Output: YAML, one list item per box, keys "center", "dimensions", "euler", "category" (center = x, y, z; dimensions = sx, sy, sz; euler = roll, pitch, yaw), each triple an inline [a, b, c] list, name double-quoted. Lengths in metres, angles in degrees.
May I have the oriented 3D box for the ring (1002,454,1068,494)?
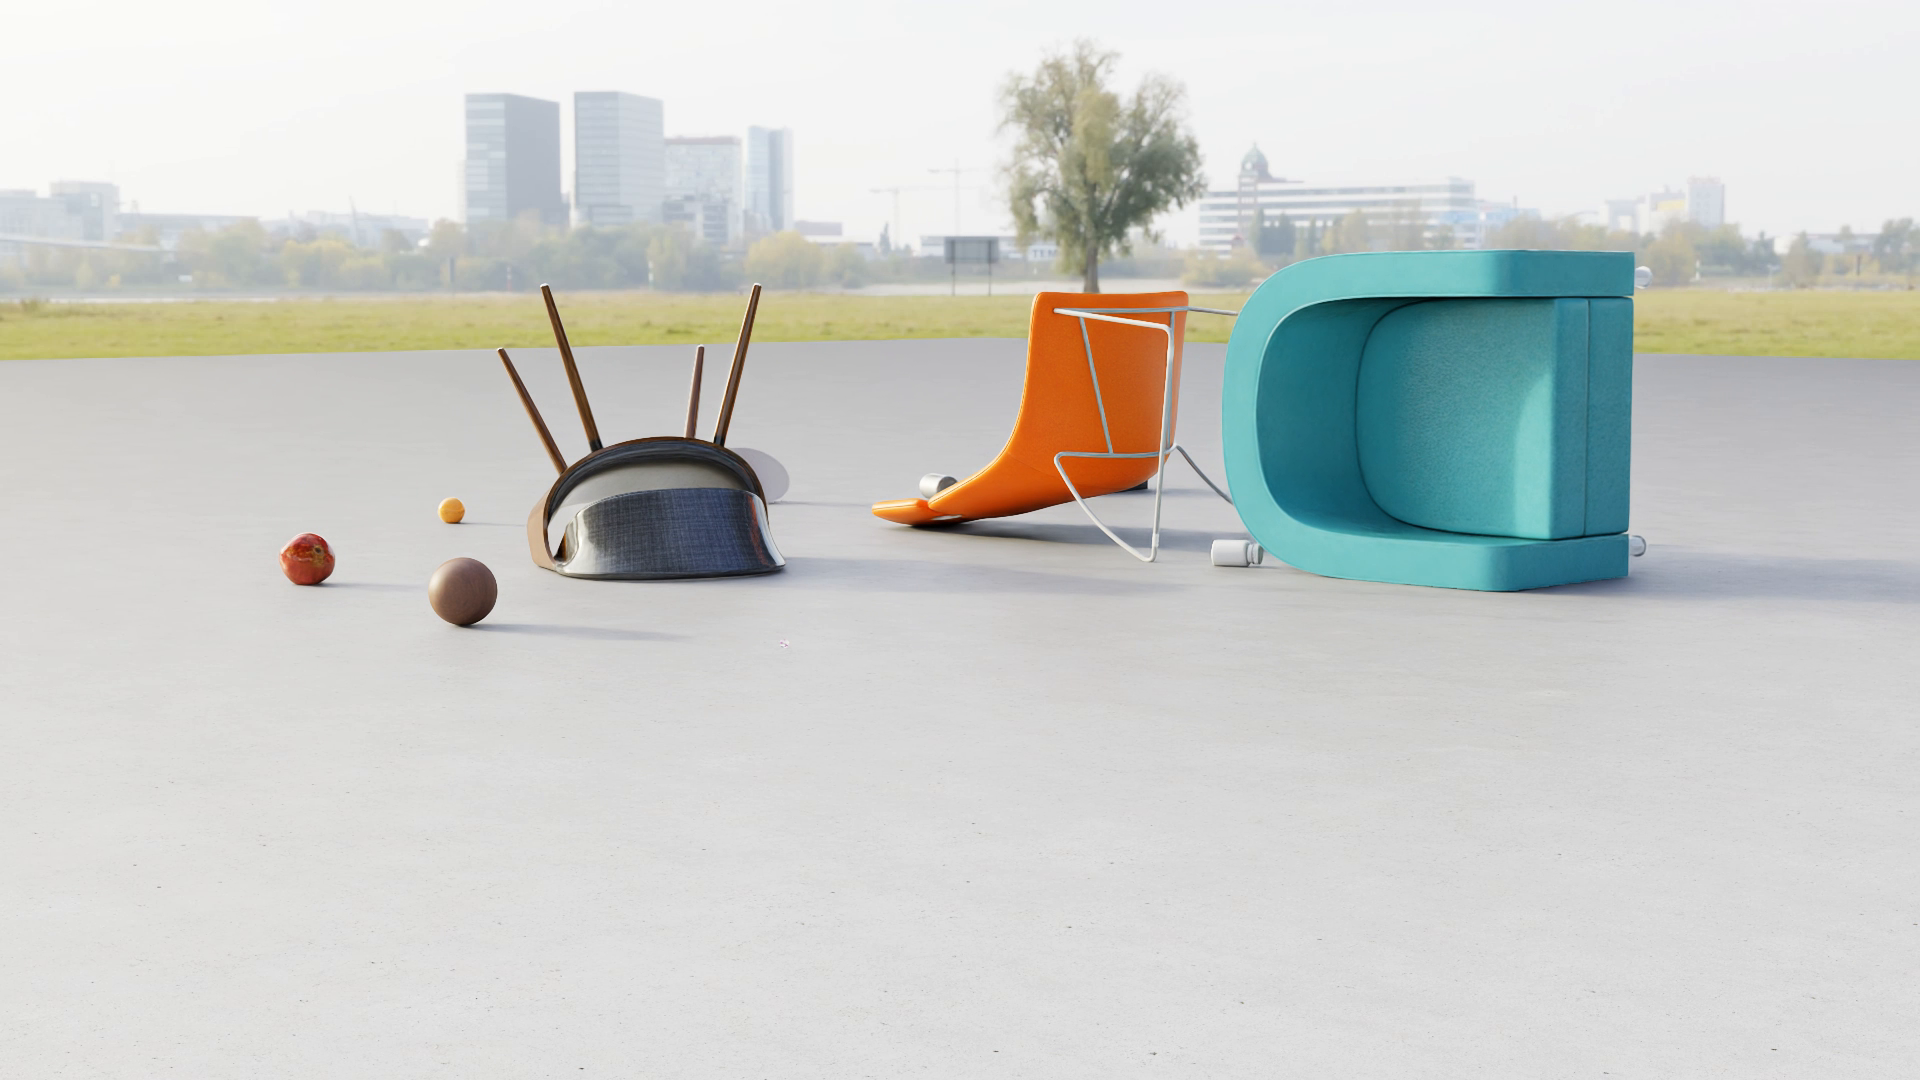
- center: [0.227, -0.200, 7.812]
  dimensions: [0.187, 0.068, 0.223]
  euler: [-31, 32, -34]
  category: "ring"

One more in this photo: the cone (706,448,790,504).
- center: [-0.619, -0.155, 7.530]
  dimensions: [0.249, 0.170, 0.175]
  euler: [17, -21, 4]
  category: "cone"

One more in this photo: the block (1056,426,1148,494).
- center: [0.440, -0.249, 7.900]
  dimensions: [0.178, 0.190, 0.237]
  euler: [4, 7, 37]
  category: "block"
